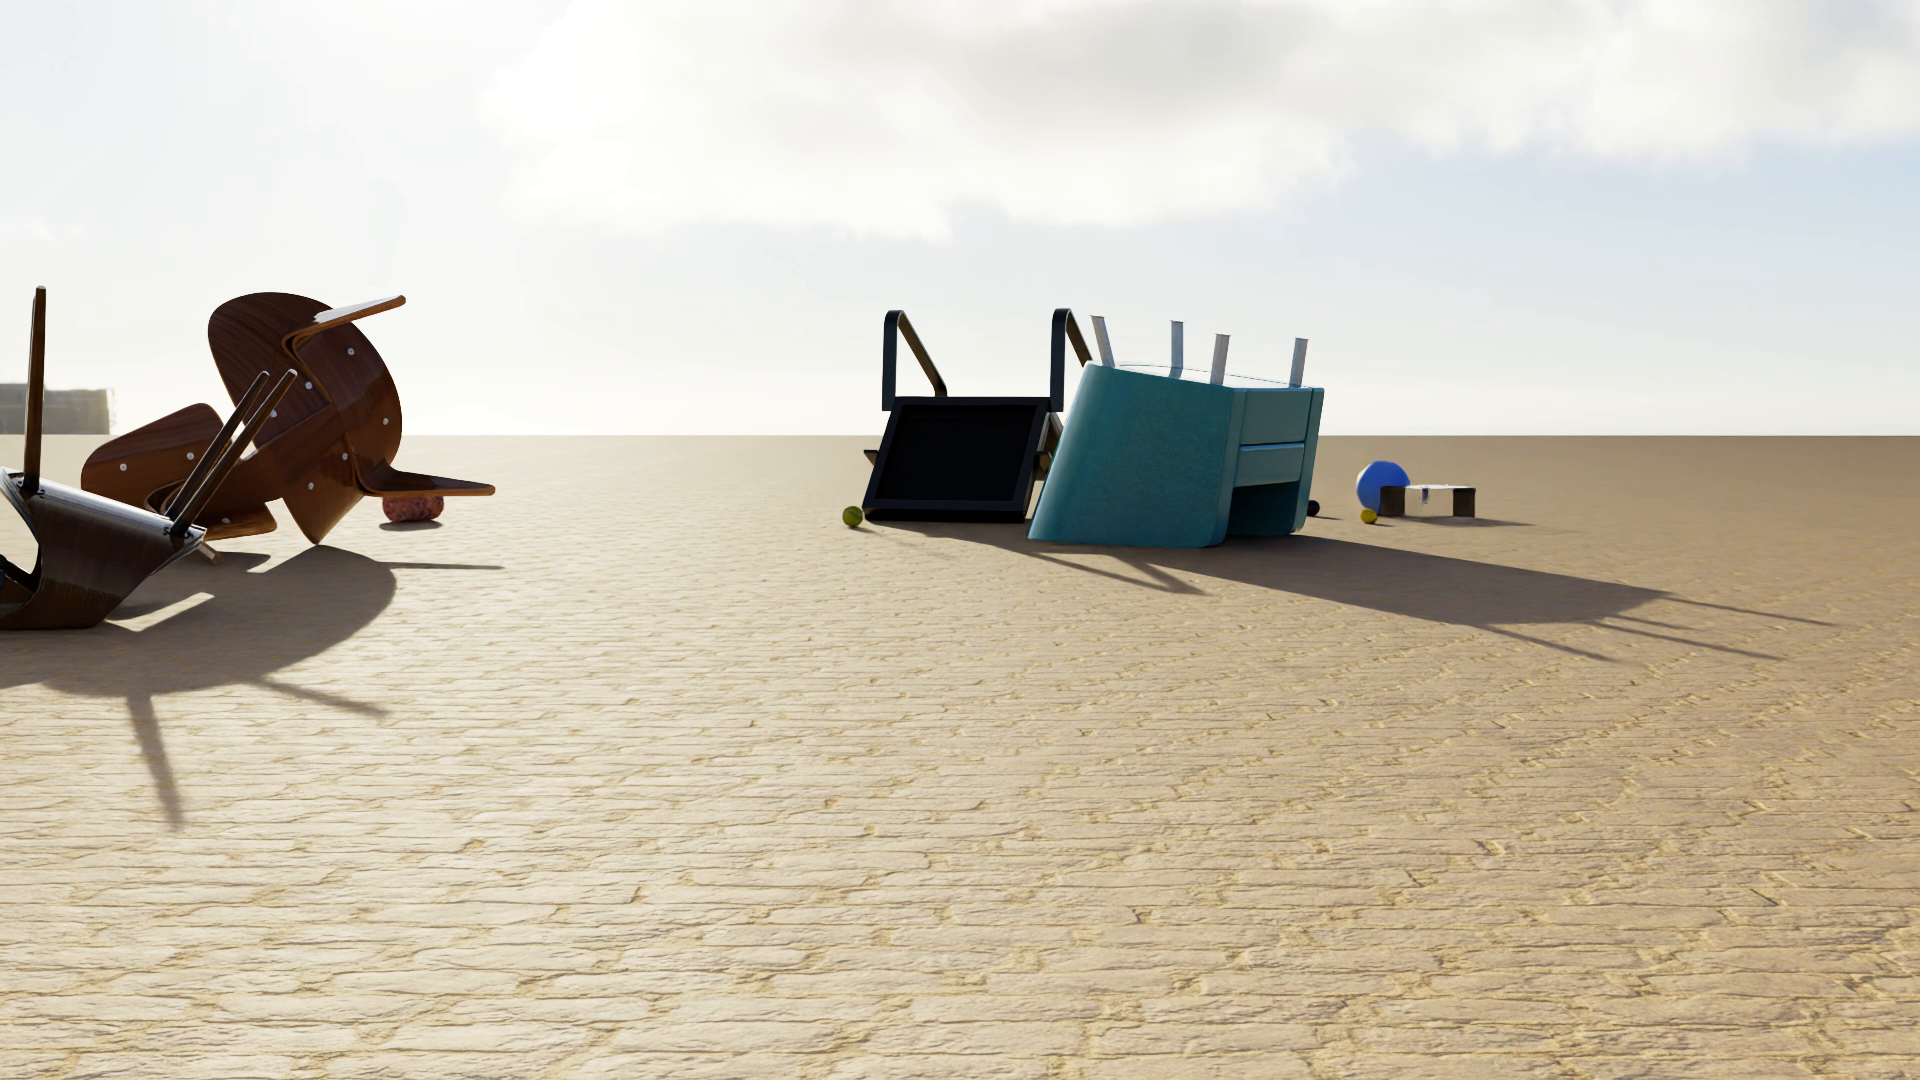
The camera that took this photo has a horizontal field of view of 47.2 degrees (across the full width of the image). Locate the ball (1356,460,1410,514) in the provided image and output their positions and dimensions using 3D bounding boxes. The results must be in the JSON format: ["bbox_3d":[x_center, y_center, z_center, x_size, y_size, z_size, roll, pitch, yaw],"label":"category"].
[{"bbox_3d":[1.521,-0.190,7.907,0.192,0.192,0.192,0,4,0],"label":"ball"}]

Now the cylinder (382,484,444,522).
[{"bbox_3d":[-1.861,-0.125,7.489,0.131,0.120,0.164,-12,-2,28],"label":"cylinder"}]

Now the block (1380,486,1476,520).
[{"bbox_3d":[1.647,-0.135,7.742,0.236,0.105,0.224,-2,4,-27],"label":"block"}]
